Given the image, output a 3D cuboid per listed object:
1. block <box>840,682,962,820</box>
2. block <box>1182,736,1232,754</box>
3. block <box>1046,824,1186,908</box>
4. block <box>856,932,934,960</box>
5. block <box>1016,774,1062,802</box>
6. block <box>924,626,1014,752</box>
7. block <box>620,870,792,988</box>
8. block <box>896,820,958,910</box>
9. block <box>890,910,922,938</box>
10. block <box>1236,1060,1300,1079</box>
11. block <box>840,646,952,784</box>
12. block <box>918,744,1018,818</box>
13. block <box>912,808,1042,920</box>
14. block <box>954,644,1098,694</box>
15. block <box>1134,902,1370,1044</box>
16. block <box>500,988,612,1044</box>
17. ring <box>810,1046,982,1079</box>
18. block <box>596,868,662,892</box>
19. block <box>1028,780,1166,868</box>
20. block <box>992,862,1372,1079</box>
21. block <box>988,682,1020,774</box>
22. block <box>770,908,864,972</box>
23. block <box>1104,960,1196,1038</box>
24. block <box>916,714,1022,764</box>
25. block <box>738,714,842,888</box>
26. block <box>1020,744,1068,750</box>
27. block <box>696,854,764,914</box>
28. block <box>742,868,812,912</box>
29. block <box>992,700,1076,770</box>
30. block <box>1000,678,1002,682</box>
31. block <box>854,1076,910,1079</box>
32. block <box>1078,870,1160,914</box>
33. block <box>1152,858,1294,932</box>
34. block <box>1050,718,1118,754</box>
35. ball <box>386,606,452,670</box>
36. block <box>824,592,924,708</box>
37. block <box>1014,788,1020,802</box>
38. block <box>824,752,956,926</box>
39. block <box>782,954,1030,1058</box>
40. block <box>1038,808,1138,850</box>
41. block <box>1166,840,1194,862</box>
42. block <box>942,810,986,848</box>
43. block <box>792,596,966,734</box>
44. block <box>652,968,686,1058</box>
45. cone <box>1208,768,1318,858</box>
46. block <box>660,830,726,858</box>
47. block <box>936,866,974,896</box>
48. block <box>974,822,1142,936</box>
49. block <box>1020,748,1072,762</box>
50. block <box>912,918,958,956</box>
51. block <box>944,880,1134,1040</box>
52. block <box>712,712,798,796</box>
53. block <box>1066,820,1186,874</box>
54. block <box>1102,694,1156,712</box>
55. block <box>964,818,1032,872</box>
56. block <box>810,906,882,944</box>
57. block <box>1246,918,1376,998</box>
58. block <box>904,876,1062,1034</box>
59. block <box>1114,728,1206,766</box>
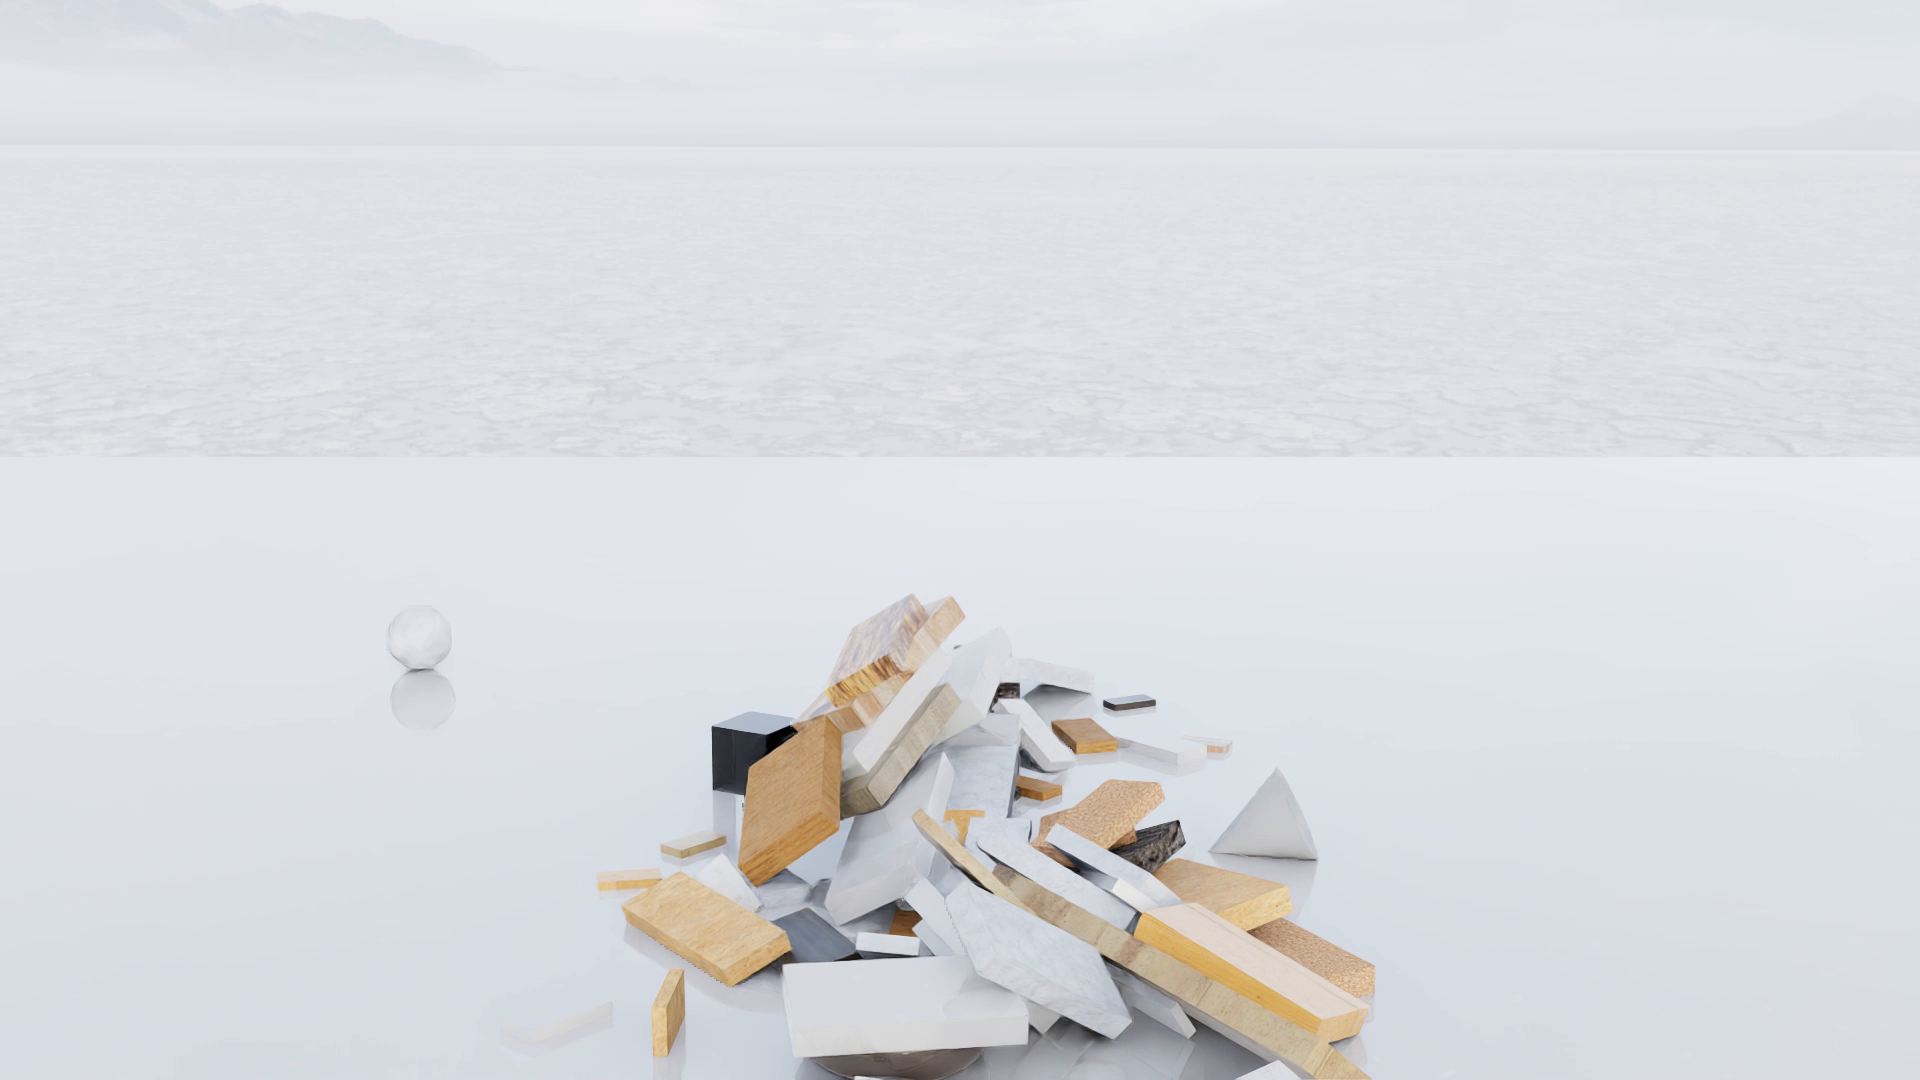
[{"bbox_3d":[-0.133,0.382,3.928,0.159,0.045,0.318,-24,17,39],"label":"block"},{"bbox_3d":[0.503,0.422,4.535,0.105,0.015,0.053,4,11,22],"label":"block"},{"bbox_3d":[0.239,0.509,3.358,0.113,0.032,0.226,43,-13,-37],"label":"block"},{"bbox_3d":[-0.084,0.612,3.202,0.092,0.026,0.184,3,-25,14],"label":"block"},{"bbox_3d":[0.130,0.476,4.235,0.123,0.017,0.062,9,14,39],"label":"block"},{"bbox_3d":[-0.010,0.289,4.199,0.178,0.050,0.355,-30,11,19],"label":"block"},{"bbox_3d":[-0.399,0.601,3.423,0.113,0.032,0.339,-28,24,-28],"label":"block"},{"bbox_3d":[-0.053,0.540,3.642,0.095,0.027,0.190,-19,24,11],"label":"block"},{"bbox_3d":[-0.073,0.618,3.463,0.071,0.020,0.142,1,11,4],"label":"block"},{"bbox_3d":[0.247,0.718,2.502,0.337,0.168,0.048,-10,36,-42],"label":"block"},{"bbox_3d":[-0.163,0.326,3.993,0.173,0.049,0.346,-24,17,38],"label":"block"},{"bbox_3d":[0.002,0.474,3.944,0.178,0.050,0.356,1,23,6],"label":"block"},{"bbox_3d":[0.054,0.527,3.305,0.334,0.020,0.072,40,-14,26],"label":"block"},{"bbox_3d":[0.145,0.288,4.918,0.155,0.044,0.310,10,-3,45],"label":"block"},{"bbox_3d":[0.412,0.612,3.117,0.307,0.043,0.153,28,13,33],"label":"block"},{"bbox_3d":[-0.575,0.678,3.137,0.072,0.020,0.144,9,14,41],"label":"block"},{"bbox_3d":[-0.094,0.661,3.033,0.276,0.092,0.276,3,13,-1],"label":"ring"},{"bbox_3d":[-0.559,0.574,3.716,0.108,0.015,0.054,-2,11,-11],"label":"block"},{"bbox_3d":[0.223,0.461,3.589,0.113,0.032,0.226,-2,22,44],"label":"block"},{"bbox_3d":[0.294,0.624,3.124,0.153,0.043,0.782,41,-12,-30],"label":"block"},{"bbox_3d":[0.043,0.383,4.442,0.155,0.044,0.310,0,26,2],"label":"block"},{"bbox_3d":[-0.235,0.623,3.353,0.103,0.029,0.207,-18,17,-23],"label":"block"},{"bbox_3d":[0.233,0.647,3.204,0.017,0.059,0.312,-41,27,-18],"label":"block"},{"bbox_3d":[0.011,0.432,4.173,0.178,0.050,0.356,1,23,7],"label":"block"},{"bbox_3d":[-0.286,0.439,3.746,0.173,0.049,0.346,-36,19,12],"label":"block"},{"bbox_3d":[0.167,0.420,4.473,0.048,0.014,0.095,-9,14,-41],"label":"block"},{"bbox_3d":[-0.368,0.561,3.523,0.054,0.108,0.015,-40,-17,-4],"label":"block"},{"bbox_3d":[-0.360,0.584,3.619,0.207,0.029,0.104,-6,12,-30],"label":"block"},{"bbox_3d":[0.148,0.388,4.388,0.088,0.025,0.175,4,38,-52],"label":"block"},{"bbox_3d":[0.039,0.324,5.060,0.105,0.015,0.053,-3,11,-18],"label":"block"},{"bbox_3d":[-0.064,0.702,2.796,0.092,0.026,0.184,4,-13,16],"label":"block"},{"bbox_3d":[0.240,0.541,3.346,0.084,0.024,0.246,36,-10,-5],"label":"block"},{"bbox_3d":[0.366,0.560,3.431,0.152,0.043,0.303,-16,8,-26],"label":"block"},{"bbox_3d":[0.258,0.408,4.581,0.088,0.025,0.175,-2,11,-15],"label":"block"},{"bbox_3d":[-1.275,0.231,5.189,0.151,0.151,0.151,0,11,0],"label":"ball"},{"bbox_3d":[-0.154,0.199,4.005,0.141,0.040,0.283,-31,14,18],"label":"block"},{"bbox_3d":[0.062,0.489,4.153,0.062,0.017,0.123,8,13,23],"label":"block"},{"bbox_3d":[-0.111,0.492,3.686,0.159,0.045,0.507,-26,11,11],"label":"block"},{"bbox_3d":[-0.075,0.618,2.933,0.309,0.044,0.154,-1,21,-10],"label":"block"},{"bbox_3d":[0.218,0.496,3.779,0.159,0.045,0.318,-17,-1,3],"label":"block"},{"bbox_3d":[0.345,0.553,3.803,0.084,0.024,0.168,4,11,19],"label":"block"},{"bbox_3d":[-0.010,0.529,3.731,0.095,0.027,0.190,0,32,5],"label":"block"},{"bbox_3d":[-0.146,0.238,4.045,0.173,0.049,0.346,-21,19,45],"label":"block"},{"bbox_3d":[-0.409,0.662,3.085,0.020,0.072,0.144,0,11,3],"label":"block"},{"bbox_3d":[0.513,0.514,3.866,0.173,0.173,0.173,-25,6,11],"label":"cone"},{"bbox_3d":[-0.472,0.539,3.900,0.054,0.015,0.108,9,14,40],"label":"block"},{"bbox_3d":[0.078,0.594,3.262,0.044,0.154,0.309,-47,21,-6],"label":"block"},{"bbox_3d":[0.175,0.545,3.379,0.303,0.043,0.152,27,-13,38],"label":"block"},{"bbox_3d":[0.176,0.434,4.472,0.095,0.014,0.048,-4,11,-21],"label":"block"},{"bbox_3d":[-0.008,0.623,3.237,0.026,0.092,0.184,-43,18,-7],"label":"block"},{"bbox_3d":[0.109,0.575,3.006,0.283,0.040,0.141,33,18,-37],"label":"block"},{"bbox_3d":[-0.390,0.416,4.257,0.128,0.128,0.128,6,12,29],"label":"block"},{"bbox_3d":[0.262,0.527,3.621,0.152,0.043,0.303,-18,-2,19],"label":"block"},{"bbox_3d":[0.375,0.360,4.867,0.105,0.015,0.053,-5,12,-27],"label":"block"},{"bbox_3d":[0.058,0.531,3.648,0.103,0.029,0.207,1,26,7],"label":"block"},{"bbox_3d":[-0.202,0.614,3.483,0.142,0.020,0.071,8,13,38],"label":"block"},{"bbox_3d":[0.472,0.630,3.336,0.153,0.043,0.307,-6,12,-28],"label":"block"},{"bbox_3d":[0.031,0.603,3.213,0.044,0.154,0.309,-47,21,-6],"label":"block"},{"bbox_3d":[0.410,0.423,4.502,0.088,0.025,0.175,-9,14,-41],"label":"block"}]
